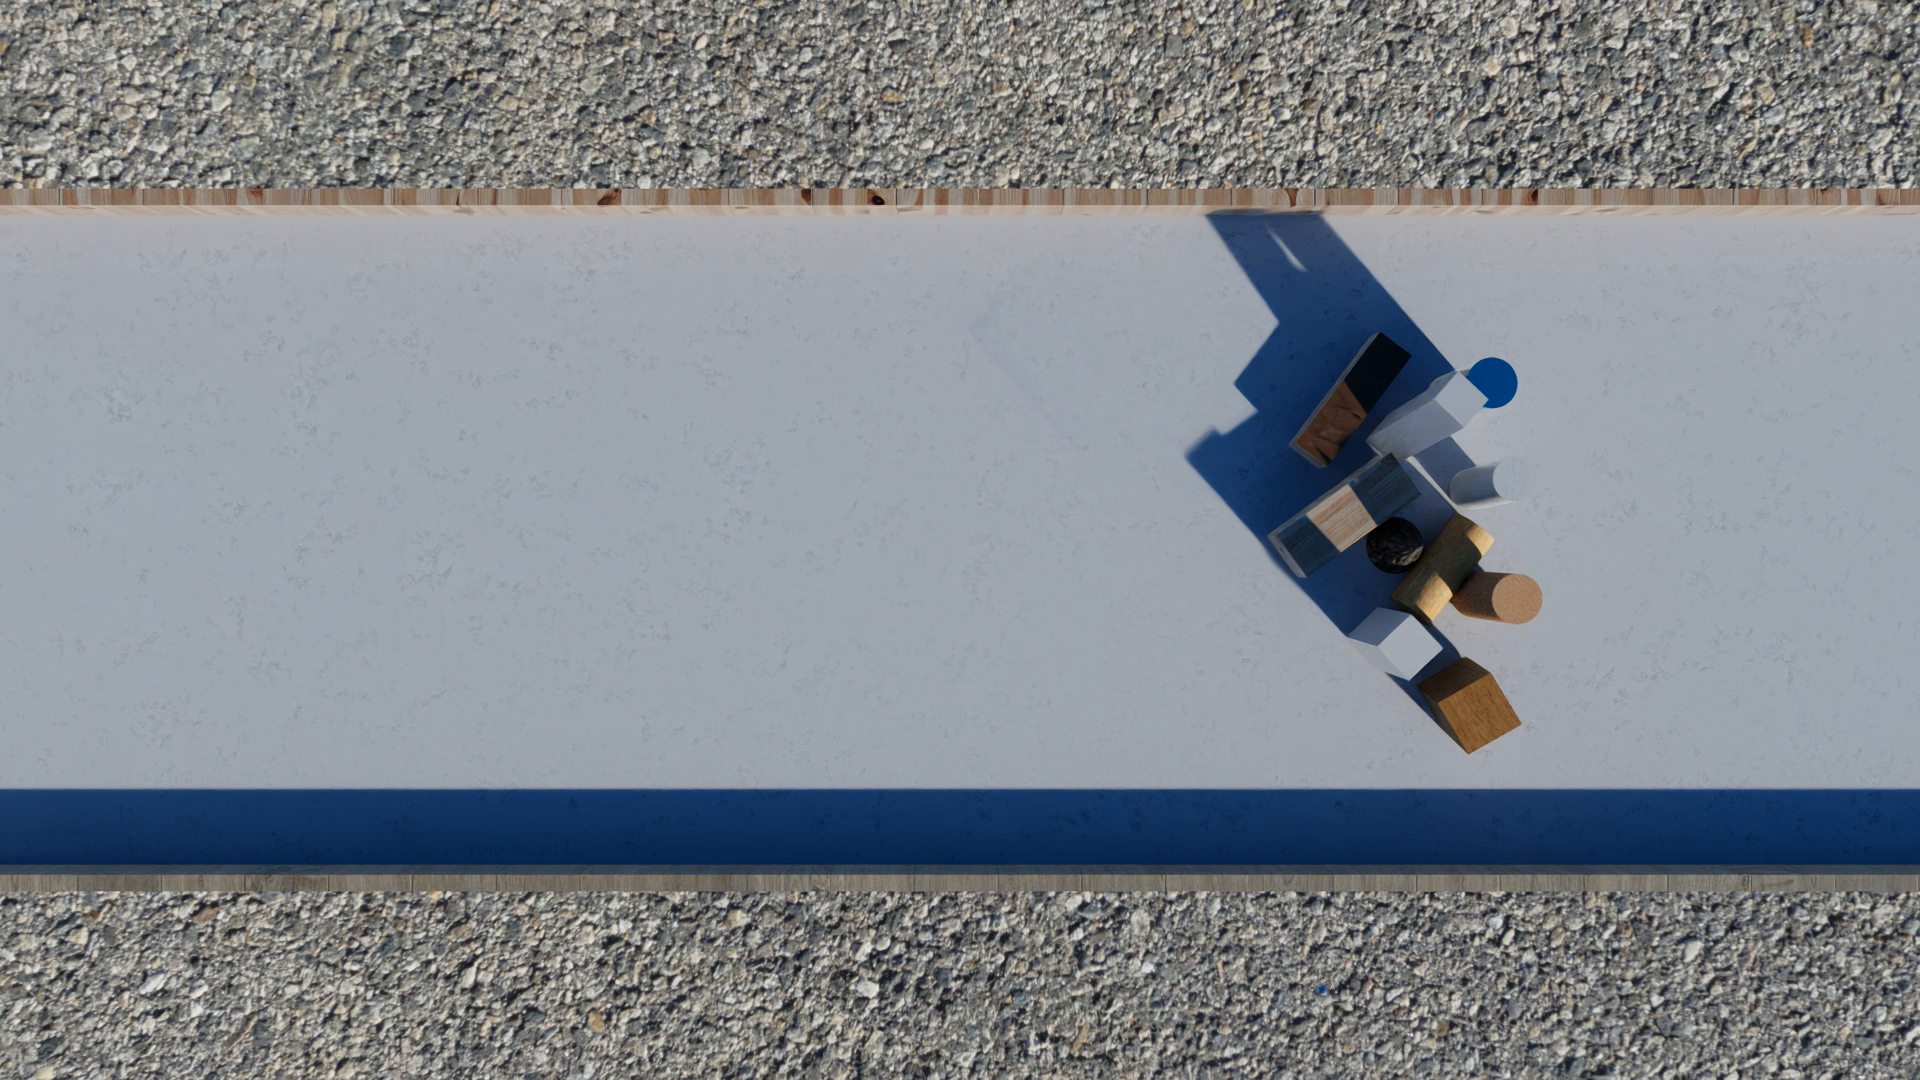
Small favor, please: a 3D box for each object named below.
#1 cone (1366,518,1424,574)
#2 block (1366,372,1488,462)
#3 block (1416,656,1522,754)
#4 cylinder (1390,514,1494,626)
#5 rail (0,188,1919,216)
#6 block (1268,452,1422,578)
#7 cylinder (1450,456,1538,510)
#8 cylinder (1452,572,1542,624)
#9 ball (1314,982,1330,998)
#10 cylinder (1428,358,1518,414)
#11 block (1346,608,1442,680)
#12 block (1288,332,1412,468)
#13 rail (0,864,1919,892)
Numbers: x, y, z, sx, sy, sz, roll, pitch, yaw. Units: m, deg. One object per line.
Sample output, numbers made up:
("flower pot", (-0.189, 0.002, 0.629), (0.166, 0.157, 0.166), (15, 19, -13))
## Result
("cone", (1.338, 0.017, 4.920), (0.175, 0.313, 0.175), (0, 90, 0))
("block", (1.365, -0.352, 4.843), (0.117, 0.453, 0.117), (44, 75, 0))
("block", (1.504, 0.486, 4.891), (0.173, 0.353, 0.173), (-31, 90, 7))
("cylinder", (1.462, 0.090, 5.004), (0.144, 0.144, 0.322), (38, 90, 0))
("rail", (-2.247, -1.025, 5.002), (12.000, 0.150, 0.050), (0, 90, 0))
("block", (1.161, -0.075, 4.998), (0.423, 0.156, 0.156), (-36, 90, 0))
("cylinder", (1.573, -0.164, 4.881), (0.129, 0.384, 0.129), (0, 87, -1))
("cylinder", (1.584, 0.168, 4.882), (0.144, 0.389, 0.144), (0, 90, 0))
("ball", (5.567, 6.924, 25.382), (0.224, 0.224, 0.224), (0, 90, 0))
("cylinder", (1.511, -0.442, 4.885), (0.146, 0.376, 0.146), (0, 88, -2))
("block", (1.285, 0.304, 4.898), (0.135, 0.354, 0.135), (-43, 91, 0))
("block", (1.184, -0.424, 5.016), (0.120, 0.120, 0.419), (37, 90, 0))
("rail", (-2.247, 1.025, 5.001), (12.000, 0.150, 0.050), (0, 90, 0))
